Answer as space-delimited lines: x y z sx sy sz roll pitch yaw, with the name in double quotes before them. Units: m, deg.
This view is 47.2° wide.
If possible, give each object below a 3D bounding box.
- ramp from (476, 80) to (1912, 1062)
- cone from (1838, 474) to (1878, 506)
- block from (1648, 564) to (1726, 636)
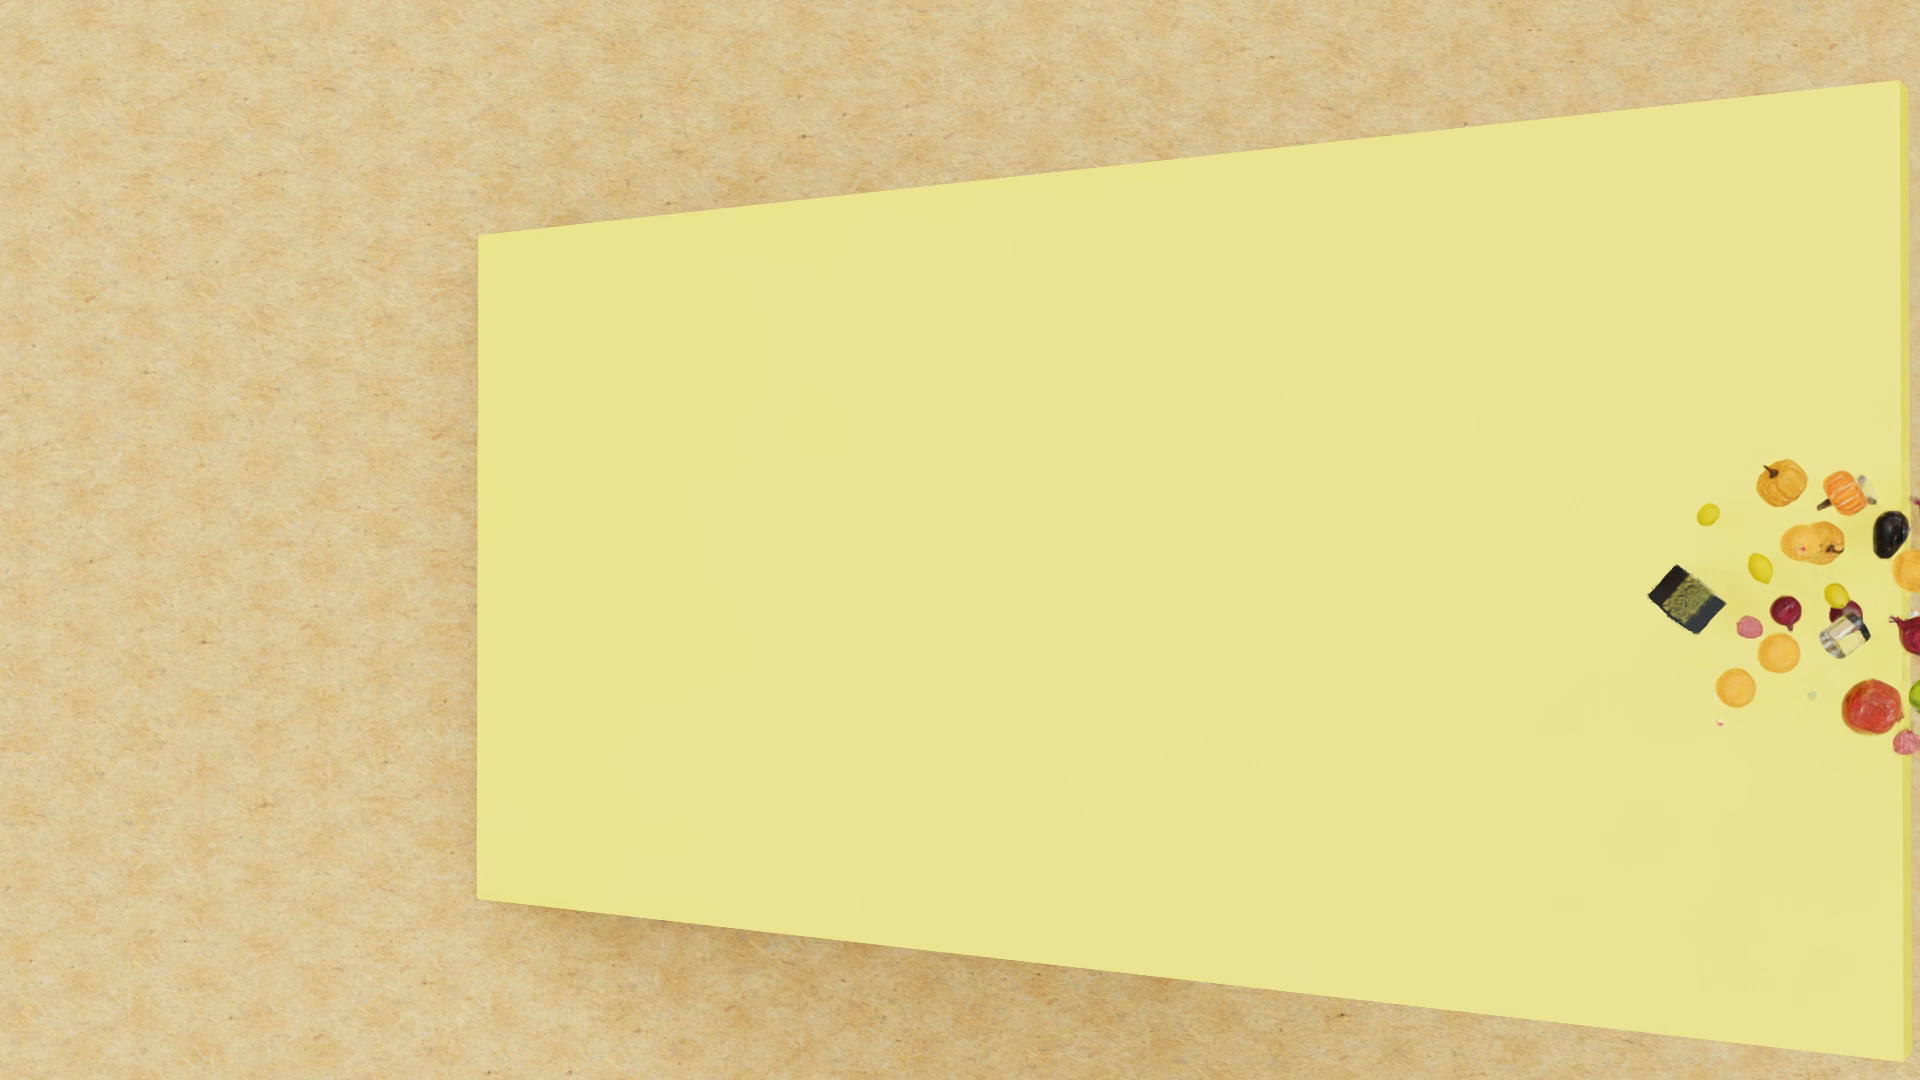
"ramp" 0.259 0.071 5.597 4.000 0.100 2.000 0 89 33
"cone" 1.780 -0.086 4.386 0.066 0.066 0.066 -30 89 40
"block" 1.516 0.124 4.587 0.091 0.091 0.091 30 107 -26
